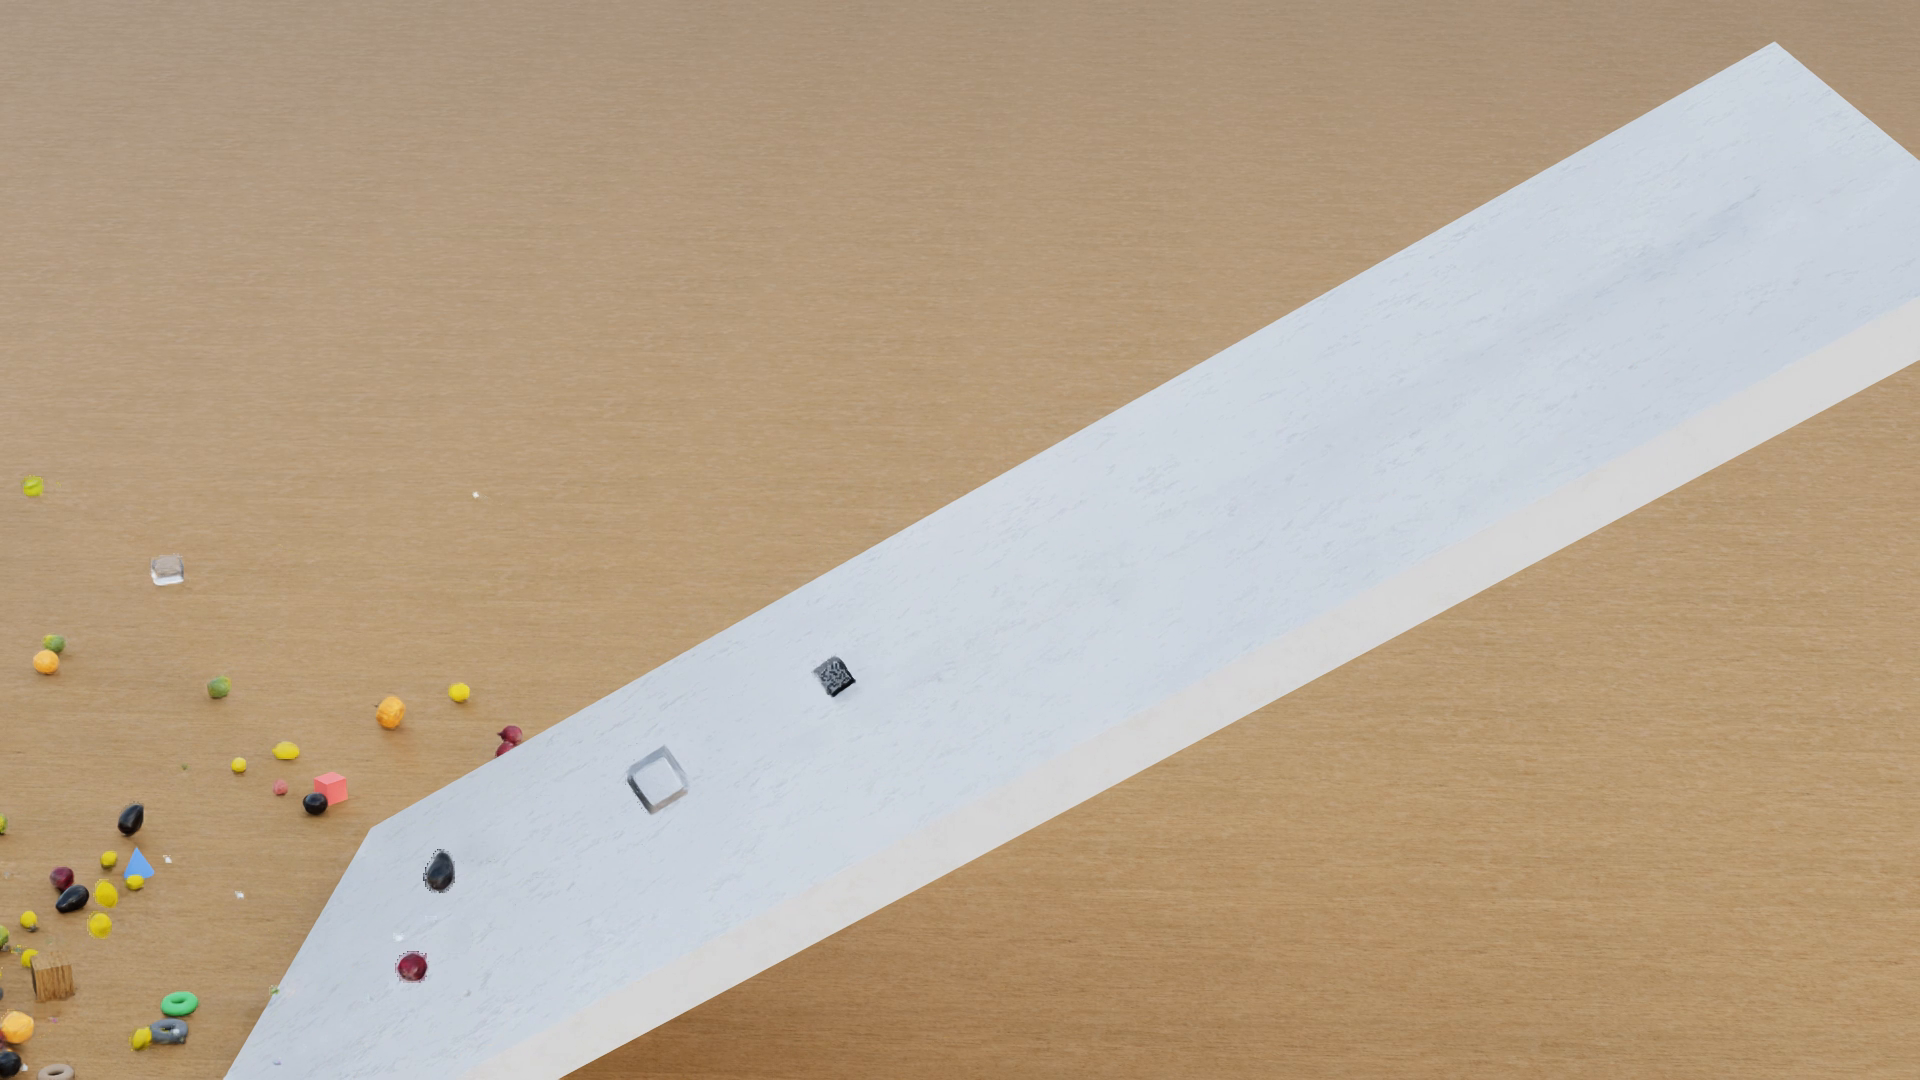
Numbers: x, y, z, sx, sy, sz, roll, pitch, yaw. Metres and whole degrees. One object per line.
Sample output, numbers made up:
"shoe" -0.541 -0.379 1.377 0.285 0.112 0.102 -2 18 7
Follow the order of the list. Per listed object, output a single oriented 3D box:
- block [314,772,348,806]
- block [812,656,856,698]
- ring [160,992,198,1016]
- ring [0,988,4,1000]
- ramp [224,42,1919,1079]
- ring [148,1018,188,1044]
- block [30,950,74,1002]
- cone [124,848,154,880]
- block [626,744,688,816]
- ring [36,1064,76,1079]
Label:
"block" -1.717 0.678 8.023 0.062 0.062 0.062 18 26 41
"block" -0.275 0.297 6.412 0.060 0.060 0.060 -35 15 -11
"ring" -1.830 1.088 6.897 0.087 0.029 0.087 0 20 0
"ring" -2.302 1.073 6.938 0.087 0.029 0.087 1 19 0
"ramp" 0.142 0.168 6.288 4.000 0.100 2.000 -29 15 13
"ring" -1.824 1.130 6.772 0.091 0.030 0.091 1 18 0
"block" -2.152 1.033 6.970 0.084 0.084 0.084 -9 21 -23
"cone" -2.119 0.825 7.579 0.077 0.077 0.077 0 19 0
"block" -0.657 0.522 6.399 0.095 0.095 0.095 -31 15 5
"ring" -2.022 1.199 6.578 0.083 0.028 0.083 -1 18 0
